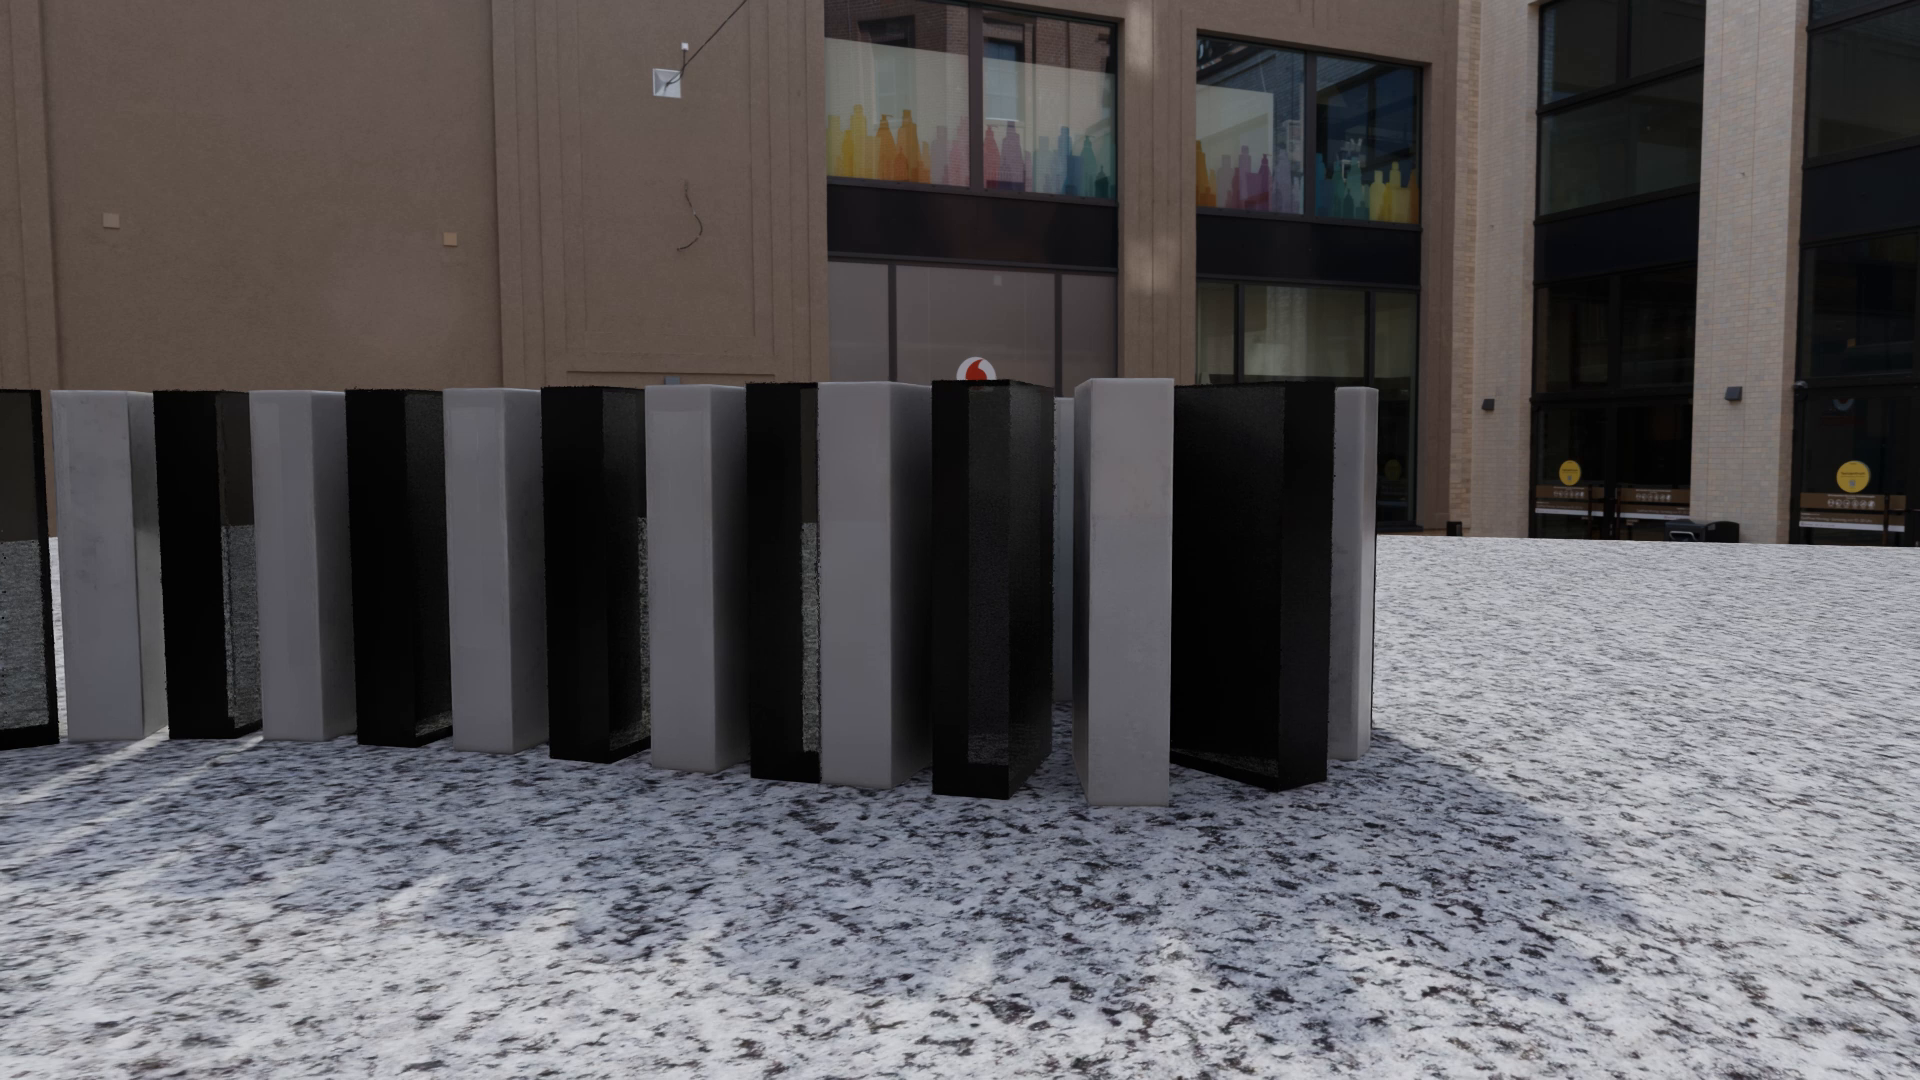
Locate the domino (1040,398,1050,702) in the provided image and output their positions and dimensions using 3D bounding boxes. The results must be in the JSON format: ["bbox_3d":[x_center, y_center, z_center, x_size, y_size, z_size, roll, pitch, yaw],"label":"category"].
[{"bbox_3d":[0.002,0.001,0.216,0.025,0.050,0.009,4,6,42],"label":"domino"}]

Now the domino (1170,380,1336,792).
[{"bbox_3d":[0.035,0.005,0.168,0.009,0.050,0.025,-3,5,-36],"label":"domino"}]

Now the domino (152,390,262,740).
[{"bbox_3d":[-0.109,0.003,0.196,0.009,0.050,0.025,0,4,0],"label":"domino"}]

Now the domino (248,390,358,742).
[{"bbox_3d":[-0.094,0.003,0.194,0.009,0.050,0.025,1,4,10],"label":"domino"}]

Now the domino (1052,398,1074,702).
[{"bbox_3d":[0.017,0.001,0.223,0.009,0.050,0.025,-1,4,-12],"label":"domino"}]

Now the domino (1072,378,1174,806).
[{"bbox_3d":[0.020,0.005,0.161,0.009,0.050,0.025,0,4,1],"label":"domino"}]

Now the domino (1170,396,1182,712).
[{"bbox_3d":[0.044,0.002,0.210,0.025,0.050,0.009,-3,5,-33],"label":"domino"}]

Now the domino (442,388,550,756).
[{"bbox_3d":[-0.062,0.004,0.187,0.010,0.050,0.025,1,4,16],"label":"domino"}]

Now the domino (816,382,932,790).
[{"bbox_3d":[-0.009,0.005,0.169,0.009,0.050,0.025,1,5,19],"label":"domino"}]

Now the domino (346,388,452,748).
[{"bbox_3d":[-0.078,0.003,0.191,0.010,0.050,0.025,1,4,13],"label":"domino"}]

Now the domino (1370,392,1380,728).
[{"bbox_3d":[0.049,0.003,0.195,0.025,0.050,0.009,0,4,0],"label":"domino"}]

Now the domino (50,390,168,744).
[{"bbox_3d":[-0.125,0.003,0.194,0.009,0.050,0.025,-1,4,-14],"label":"domino"}]

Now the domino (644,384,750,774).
[{"bbox_3d":[-0.032,0.004,0.177,0.009,0.050,0.025,2,5,19],"label":"domino"}]

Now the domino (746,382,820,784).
[{"bbox_3d":[-0.018,0.005,0.172,0.010,0.050,0.025,1,5,18],"label":"domino"}]

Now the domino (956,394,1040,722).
[{"bbox_3d":[0.000,0.003,0.200,0.025,0.050,0.010,0,4,4],"label":"domino"}]

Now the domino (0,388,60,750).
[{"bbox_3d":[-0.140,0.004,0.187,0.009,0.050,0.025,-4,6,-40],"label":"domino"}]

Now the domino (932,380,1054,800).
[{"bbox_3d":[0.005,0.005,0.165,0.010,0.050,0.025,1,4,16],"label":"domino"}]

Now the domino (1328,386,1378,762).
[{"bbox_3d":[0.044,0.004,0.180,0.025,0.050,0.009,2,5,28],"label":"domino"}]

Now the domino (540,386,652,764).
[{"bbox_3d":[-0.047,0.004,0.182,0.009,0.050,0.025,1,5,19],"label":"domino"}]
